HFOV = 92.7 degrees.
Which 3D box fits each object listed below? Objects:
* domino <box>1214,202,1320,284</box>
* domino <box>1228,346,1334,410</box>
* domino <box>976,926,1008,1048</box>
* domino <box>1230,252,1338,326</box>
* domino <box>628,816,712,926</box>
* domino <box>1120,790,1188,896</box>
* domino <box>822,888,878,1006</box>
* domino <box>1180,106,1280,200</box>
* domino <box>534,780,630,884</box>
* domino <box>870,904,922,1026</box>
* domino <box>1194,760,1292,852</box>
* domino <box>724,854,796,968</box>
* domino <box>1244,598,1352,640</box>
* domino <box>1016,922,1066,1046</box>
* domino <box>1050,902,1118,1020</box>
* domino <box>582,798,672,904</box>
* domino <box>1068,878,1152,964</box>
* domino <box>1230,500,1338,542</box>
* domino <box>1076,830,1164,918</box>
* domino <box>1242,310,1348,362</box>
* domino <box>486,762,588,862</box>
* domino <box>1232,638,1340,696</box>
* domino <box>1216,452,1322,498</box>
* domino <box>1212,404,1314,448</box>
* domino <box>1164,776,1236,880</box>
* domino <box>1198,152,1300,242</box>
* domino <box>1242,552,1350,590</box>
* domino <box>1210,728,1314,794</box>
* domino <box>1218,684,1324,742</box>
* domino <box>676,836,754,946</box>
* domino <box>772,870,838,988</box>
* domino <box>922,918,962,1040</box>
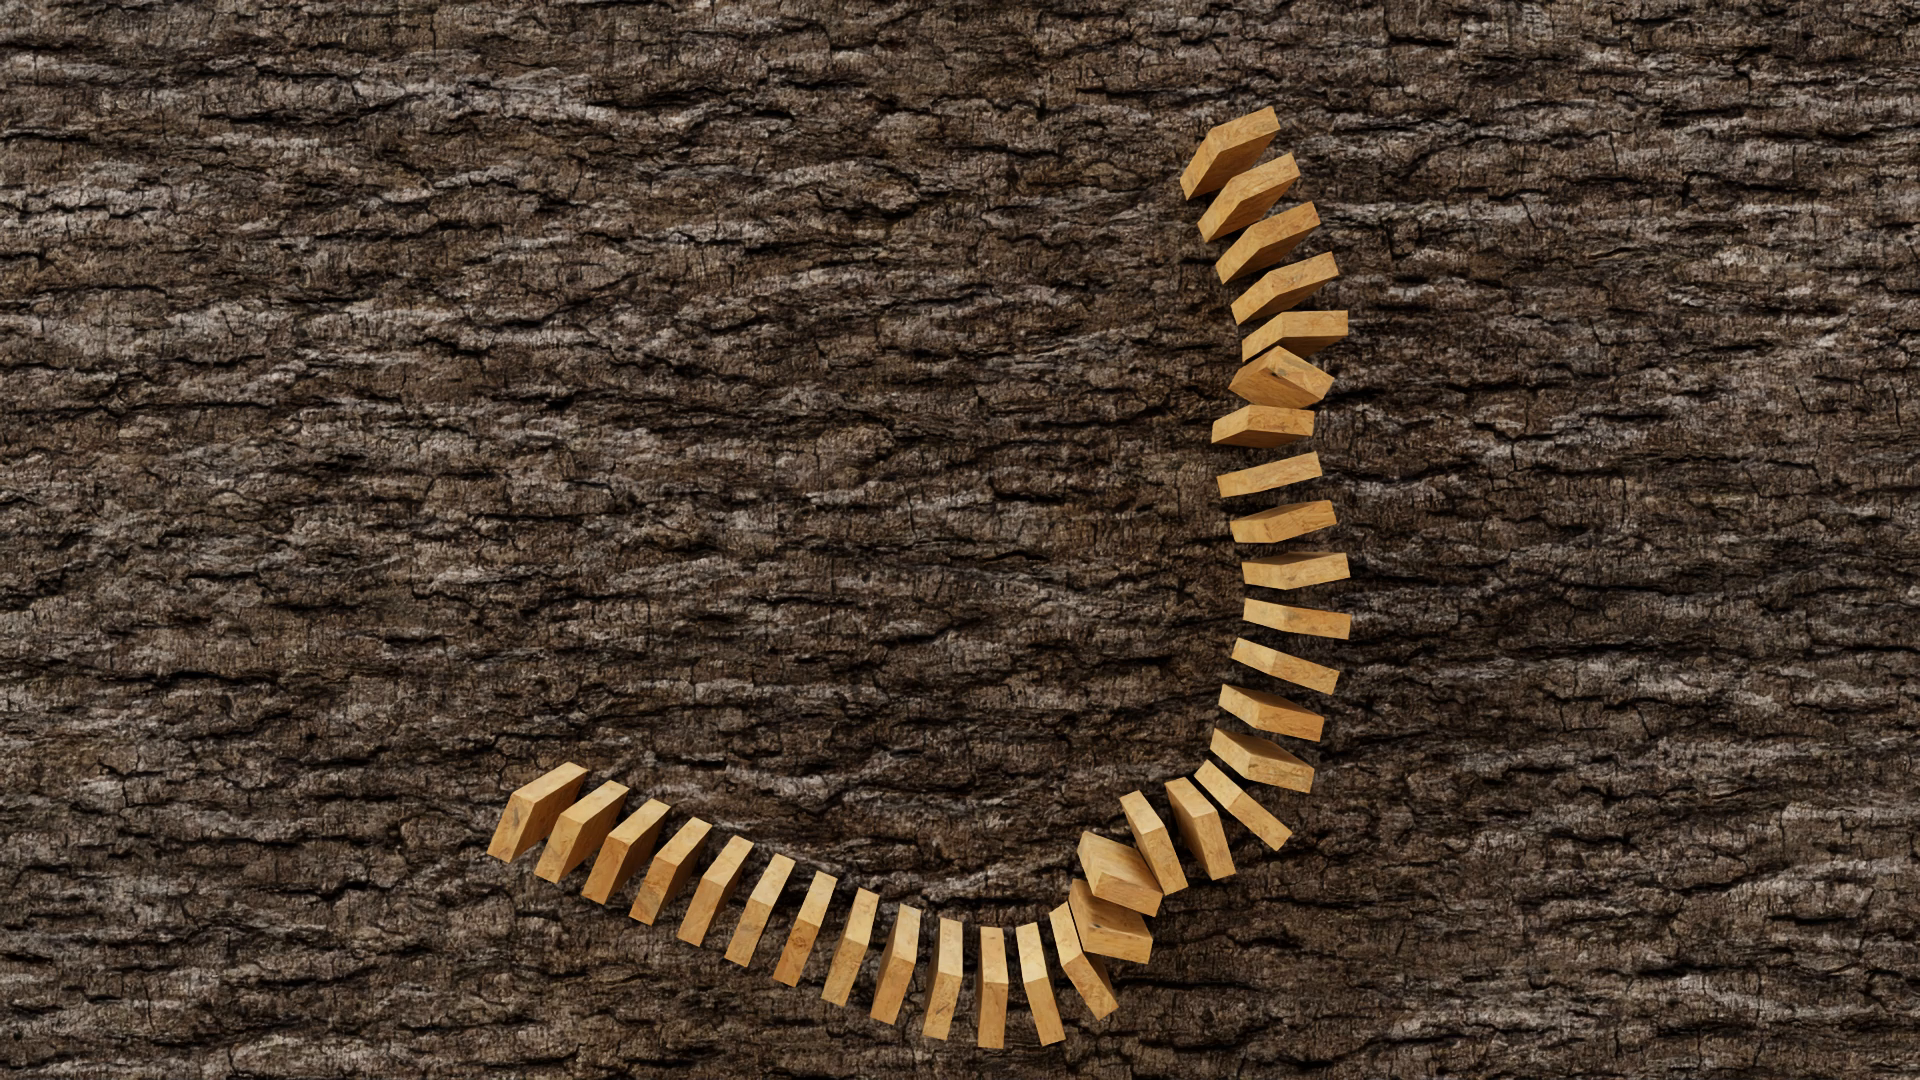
[{"bbox_3d":[0.125,-0.121,0.375,0.025,0.050,0.010,-22,90,0],"label":"domino"},{"bbox_3d":[0.130,-0.064,0.375,0.025,0.050,0.010,30,90,0],"label":"domino"},{"bbox_3d":[0.013,0.182,0.375,0.010,0.050,0.025,5,90,0],"label":"domino"},{"bbox_3d":[0.132,-0.102,0.375,0.025,0.050,0.010,-18,90,0],"label":"domino"},{"bbox_3d":[-0.117,0.134,0.375,0.010,0.050,0.025,24,90,0],"label":"domino"},{"bbox_3d":[0.078,0.122,0.375,0.009,0.050,0.025,-22,90,0],"label":"domino"},{"bbox_3d":[-0.044,0.165,0.375,0.009,0.050,0.025,21,90,0],"label":"domino"},{"bbox_3d":[0.109,-0.157,0.375,0.025,0.050,0.009,-21,90,0],"label":"domino"},{"bbox_3d":[-0.154,0.118,0.375,0.009,0.050,0.025,24,90,0],"label":"domino"},{"bbox_3d":[-0.026,0.172,0.375,0.009,0.050,0.025,20,90,0],"label":"domino"},{"bbox_3d":[0.115,0.107,0.375,0.025,0.050,0.009,40,90,0],"label":"domino"},{"bbox_3d":[-0.081,0.150,0.375,0.010,0.050,0.025,23,90,0],"label":"domino"},{"bbox_3d":[0.137,0.032,0.375,0.025,0.050,0.010,7,90,0],"label":"domino"},{"bbox_3d":[0.032,0.180,0.375,0.009,0.050,0.025,-17,90,0],"label":"domino"},{"bbox_3d":[0.050,0.171,0.375,0.009,0.050,0.025,-34,90,0],"label":"domino"},{"bbox_3d":[-0.135,0.126,0.375,0.009,0.050,0.025,24,90,0],"label":"domino"},{"bbox_3d":[0.061,0.155,0.375,0.025,0.050,0.009,12,90,0],"label":"domino"},{"bbox_3d":[0.131,-0.007,0.375,0.025,0.050,0.010,-17,90,0],"label":"domino"},{"bbox_3d":[0.064,0.135,0.375,0.025,0.050,0.009,20,90,0],"label":"domino"},{"bbox_3d":[0.136,-0.083,0.375,0.025,0.050,0.009,-1,90,0],"label":"domino"},{"bbox_3d":[-0.172,0.110,0.375,0.009,0.050,0.025,23,90,0],"label":"domino"},{"bbox_3d":[0.132,0.051,0.375,0.025,0.050,0.009,18,90,0],"label":"domino"},{"bbox_3d":[0.125,-0.026,0.375,0.025,0.050,0.010,-15,90,0],"label":"domino"},{"bbox_3d":[0.123,-0.046,0.375,0.025,0.050,0.009,6,90,0],"label":"domino"},{"bbox_3d":[0.097,0.117,0.375,0.010,0.050,0.025,-17,90,0],"label":"domino"},{"bbox_3d":[0.117,-0.139,0.375,0.025,0.050,0.010,-23,90,0],"label":"domino"},{"bbox_3d":[0.136,0.012,0.375,0.025,0.050,0.009,-11,90,0],"label":"domino"},{"bbox_3d":[0.122,0.089,0.375,0.025,0.050,0.010,13,90,0],"label":"domino"},{"bbox_3d":[0.126,0.070,0.375,0.025,0.050,0.009,12,90,0],"label":"domino"},{"bbox_3d":[-0.099,0.142,0.375,0.010,0.050,0.025,24,90,0],"label":"domino"},{"bbox_3d":[-0.063,0.158,0.375,0.009,0.050,0.025,22,90,0],"label":"domino"},{"bbox_3d":[-0.007,0.178,0.375,0.009,0.050,0.025,14,90,0],"label":"domino"}]
